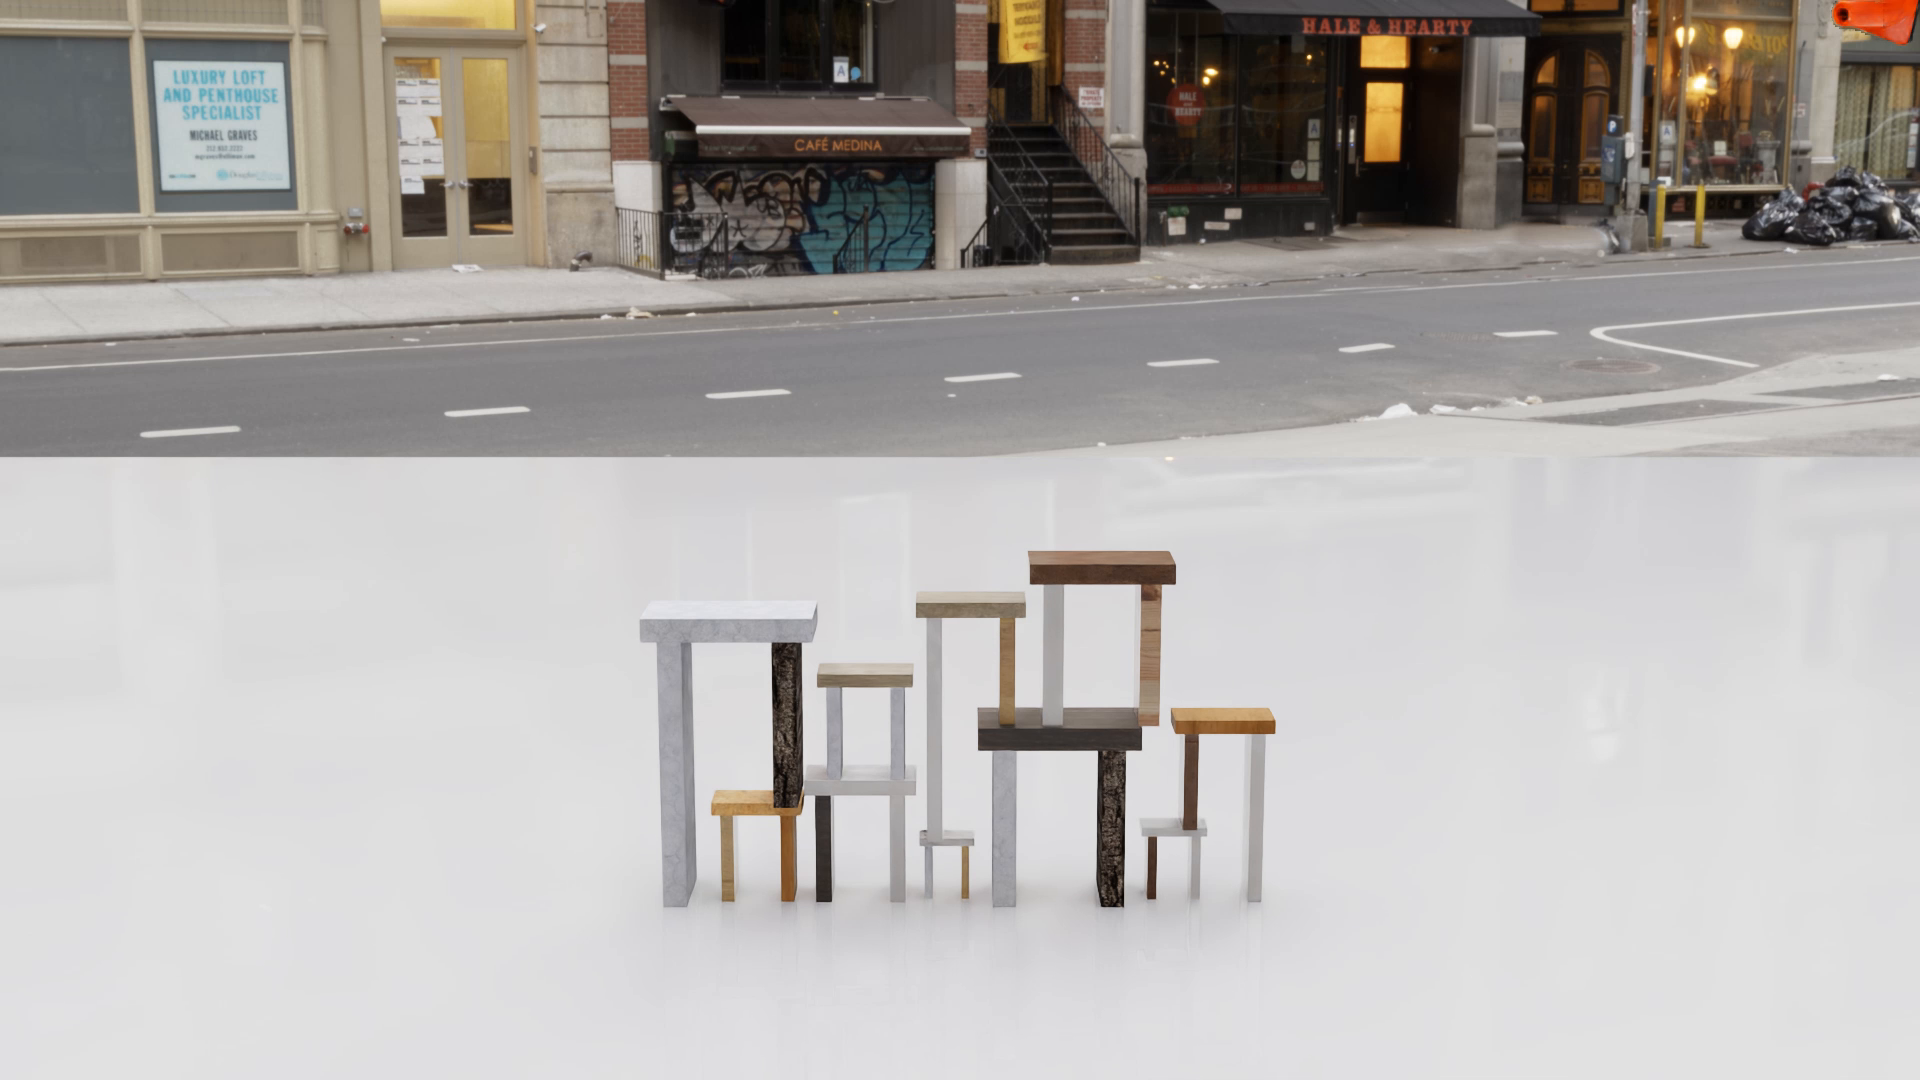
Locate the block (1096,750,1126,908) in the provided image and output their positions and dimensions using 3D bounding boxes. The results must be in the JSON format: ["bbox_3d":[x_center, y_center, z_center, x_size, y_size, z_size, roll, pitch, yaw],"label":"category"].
[{"bbox_3d":[0.250,0.459,3.645,0.038,0.266,0.133,0,11,0],"label":"block"}]

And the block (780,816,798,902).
[{"bbox_3d":[-0.284,0.518,3.654,0.021,0.148,0.074,0,11,0],"label":"block"}]

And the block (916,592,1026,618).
[{"bbox_3d":[0.017,0.105,3.581,0.177,0.025,0.089,0,11,0],"label":"block"}]

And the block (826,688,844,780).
[{"bbox_3d":[-0.206,0.309,3.615,0.022,0.156,0.078,0,11,0],"label":"block"}]

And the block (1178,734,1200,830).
[{"bbox_3d":[0.377,0.389,3.632,0.023,0.163,0.081,0,11,0],"label":"block"}]

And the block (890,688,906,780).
[{"bbox_3d":[-0.102,0.309,3.615,0.022,0.156,0.078,0,11,0],"label":"block"}]

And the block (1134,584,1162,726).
[{"bbox_3d":[0.306,0.176,3.597,0.033,0.234,0.117,0,11,0],"label":"block"}]

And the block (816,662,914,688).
[{"bbox_3d":[-0.154,0.221,3.599,0.156,0.022,0.078,0,11,0],"label":"block"}]

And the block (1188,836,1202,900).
[{"bbox_3d":[0.389,0.537,3.659,0.015,0.108,0.054,0,11,0],"label":"block"}]

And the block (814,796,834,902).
[{"bbox_3d":[-0.224,0.499,3.656,0.026,0.183,0.091,0,11,0],"label":"block"}]

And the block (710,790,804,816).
[{"bbox_3d":[-0.334,0.435,3.639,0.148,0.021,0.074,0,11,0],"label":"block"}]

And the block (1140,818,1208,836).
[{"bbox_3d":[0.353,0.476,3.648,0.108,0.015,0.054,0,11,0],"label":"block"}]

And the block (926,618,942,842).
[{"bbox_3d":[-0.042,0.302,3.618,0.025,0.377,0.089,0,11,0],"label":"block"}]

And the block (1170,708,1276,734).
[{"bbox_3d":[0.432,0.297,3.615,0.163,0.023,0.081,0,11,0],"label":"block"}]

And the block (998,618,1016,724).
[{"bbox_3d":[0.077,0.204,3.599,0.025,0.177,0.089,0,11,0],"label":"block"}]

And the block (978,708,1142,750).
[{"bbox_3d":[0.162,0.310,3.618,0.266,0.038,0.133,0,11,0],"label":"block"}]

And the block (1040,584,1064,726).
[{"bbox_3d":[0.150,0.176,3.597,0.033,0.234,0.117,0,11,0],"label":"block"}]

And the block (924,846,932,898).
[{"bbox_3d":[-0.052,0.546,3.659,0.013,0.091,0.045,0,11,0],"label":"block"}]

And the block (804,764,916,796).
[{"bbox_3d":[-0.163,0.397,3.637,0.183,0.026,0.091,0,11,0],"label":"block"}]

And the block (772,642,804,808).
[{"bbox_3d":[-0.283,0.287,3.618,0.039,0.276,0.138,0,10,0],"label":"block"}]

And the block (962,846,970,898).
[{"bbox_3d":[0.009,0.546,3.659,0.013,0.091,0.045,0,11,0],"label":"block"}]

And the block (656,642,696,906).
[{"bbox_3d":[-0.467,0.370,3.633,0.039,0.445,0.138,0,11,0],"label":"block"}]

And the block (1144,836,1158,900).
[{"bbox_3d":[0.317,0.537,3.659,0.015,0.108,0.054,0,11,0],"label":"block"}]

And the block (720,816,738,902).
[{"bbox_3d":[-0.383,0.518,3.654,0.021,0.148,0.074,0,11,0],"label":"block"}]

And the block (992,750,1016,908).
[{"bbox_3d":[0.073,0.459,3.645,0.038,0.266,0.133,0,11,0],"label":"block"}]

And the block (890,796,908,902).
[{"bbox_3d":[-0.102,0.499,3.656,0.026,0.183,0.091,0,11,0],"label":"block"}]

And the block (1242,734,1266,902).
[{"bbox_3d":[0.486,0.449,3.643,0.023,0.286,0.081,0,11,0],"label":"block"}]

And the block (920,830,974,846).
[{"bbox_3d":[-0.022,0.495,3.649,0.091,0.013,0.045,0,11,0],"label":"block"}]

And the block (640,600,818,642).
[{"bbox_3d":[-0.375,0.133,3.589,0.276,0.039,0.138,0,11,0],"label":"block"}]

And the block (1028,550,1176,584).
[{"bbox_3d":[0.228,0.045,3.573,0.234,0.033,0.117,0,11,0],"label":"block"}]
